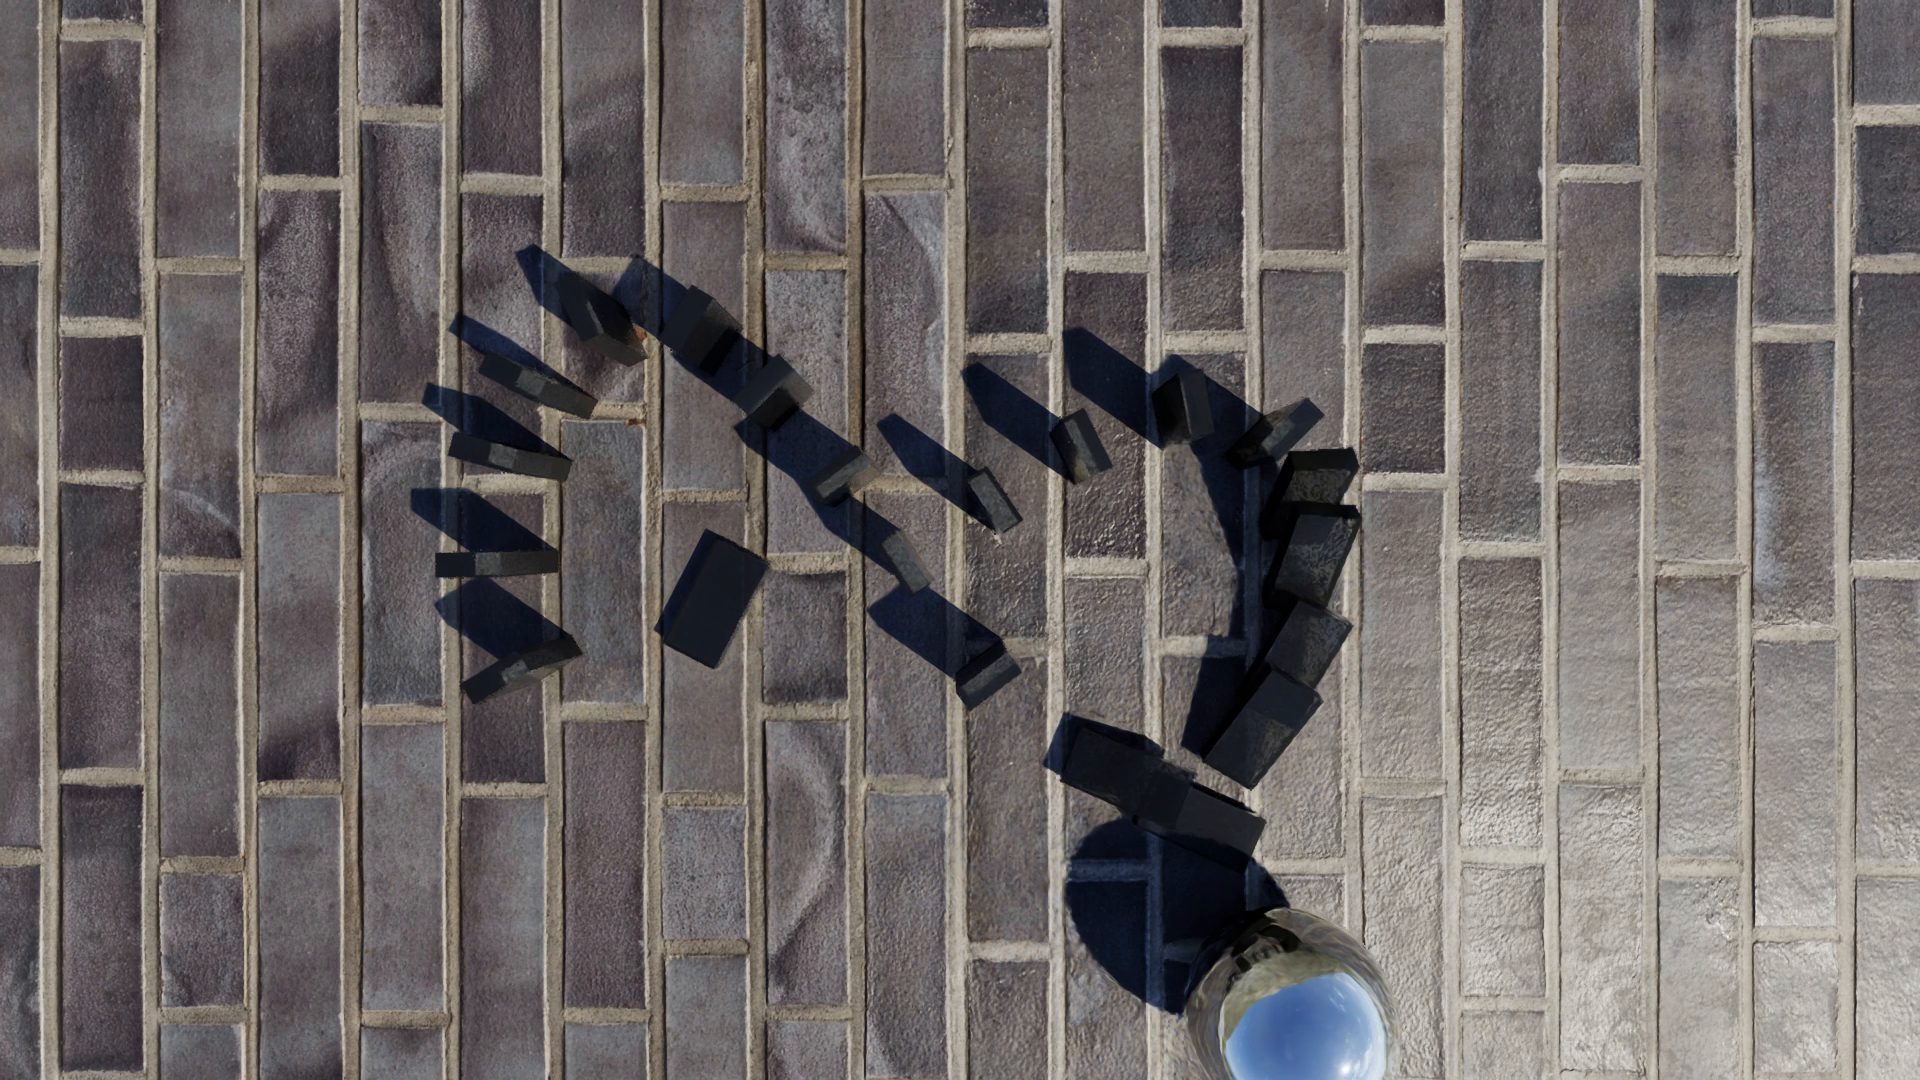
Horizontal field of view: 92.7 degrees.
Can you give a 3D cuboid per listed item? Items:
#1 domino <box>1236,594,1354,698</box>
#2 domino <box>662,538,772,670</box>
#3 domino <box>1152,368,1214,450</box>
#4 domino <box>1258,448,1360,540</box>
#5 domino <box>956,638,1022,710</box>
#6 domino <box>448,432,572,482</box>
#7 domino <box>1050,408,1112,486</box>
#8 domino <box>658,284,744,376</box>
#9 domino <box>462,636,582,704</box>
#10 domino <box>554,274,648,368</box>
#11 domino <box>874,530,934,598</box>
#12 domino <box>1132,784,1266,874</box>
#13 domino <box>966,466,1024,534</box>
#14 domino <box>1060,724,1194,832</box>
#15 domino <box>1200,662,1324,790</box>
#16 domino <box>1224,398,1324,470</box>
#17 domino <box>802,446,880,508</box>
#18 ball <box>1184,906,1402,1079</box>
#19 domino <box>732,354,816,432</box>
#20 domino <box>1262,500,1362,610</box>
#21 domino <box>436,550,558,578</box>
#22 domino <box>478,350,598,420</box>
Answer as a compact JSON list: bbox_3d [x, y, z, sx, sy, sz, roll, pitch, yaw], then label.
[{"bbox_3d":[0.141,0.051,0.389,0.025,0.010,0.050,25,106,0],"label":"domino"},{"bbox_3d":[-0.105,0.027,0.395,0.025,0.010,0.050,27,90,0],"label":"domino"},{"bbox_3d":[0.090,-0.052,0.375,0.009,0.050,0.025,-10,90,0],"label":"domino"},{"bbox_3d":[0.142,-0.018,0.376,0.025,0.050,0.009,-4,58,0],"label":"domino"},{"bbox_3d":[0.011,0.054,0.375,0.025,0.050,0.009,-37,90,0],"label":"domino"},{"bbox_3d":[-0.183,-0.033,0.375,0.025,0.050,0.009,16,90,0],"label":"domino"},{"bbox_3d":[0.049,-0.037,0.375,0.009,0.050,0.025,-27,90,0],"label":"domino"},{"bbox_3d":[-0.105,-0.085,0.375,0.010,0.050,0.025,32,90,0],"label":"domino"},{"bbox_3d":[-0.178,0.052,0.375,0.025,0.050,0.009,-32,90,0],"label":"domino"},{"bbox_3d":[-0.146,-0.089,0.375,0.010,0.050,0.025,-25,90,0],"label":"domino"},{"bbox_3d":[-0.022,0.009,0.375,0.010,0.050,0.025,-33,90,0],"label":"domino"},{"bbox_3d":[0.103,0.121,0.395,0.050,0.009,0.025,24,90,0],"label":"domino"},{"bbox_3d":[0.013,-0.015,0.375,0.009,0.050,0.025,-34,90,0],"label":"domino"},{"bbox_3d":[0.071,0.100,0.389,0.050,0.010,0.025,21,89,15],"label":"domino"},{"bbox_3d":[0.127,0.079,0.388,0.025,0.010,0.050,31,107,-2],"label":"domino"},{"bbox_3d":[0.127,-0.042,0.375,0.025,0.050,0.009,-44,90,0],"label":"domino"},{"bbox_3d":[-0.047,-0.025,0.375,0.025,0.050,0.010,-36,90,0],"label":"domino"},{"bbox_3d":[0.129,0.187,0.360,0.080,0.080,0.080,0,90,0],"label":"ball"},{"bbox_3d":[-0.075,-0.059,0.375,0.025,0.050,0.009,-45,90,0],"label":"domino"},{"bbox_3d":[0.145,0.008,0.381,0.025,0.009,0.050,5,127,0],"label":"domino"},{"bbox_3d":[-0.188,0.010,0.375,0.025,0.050,0.009,0,90,0],"label":"domino"},{"bbox_3d":[-0.171,-0.063,0.375,0.025,0.050,0.009,28,90,0],"label":"domino"}]
